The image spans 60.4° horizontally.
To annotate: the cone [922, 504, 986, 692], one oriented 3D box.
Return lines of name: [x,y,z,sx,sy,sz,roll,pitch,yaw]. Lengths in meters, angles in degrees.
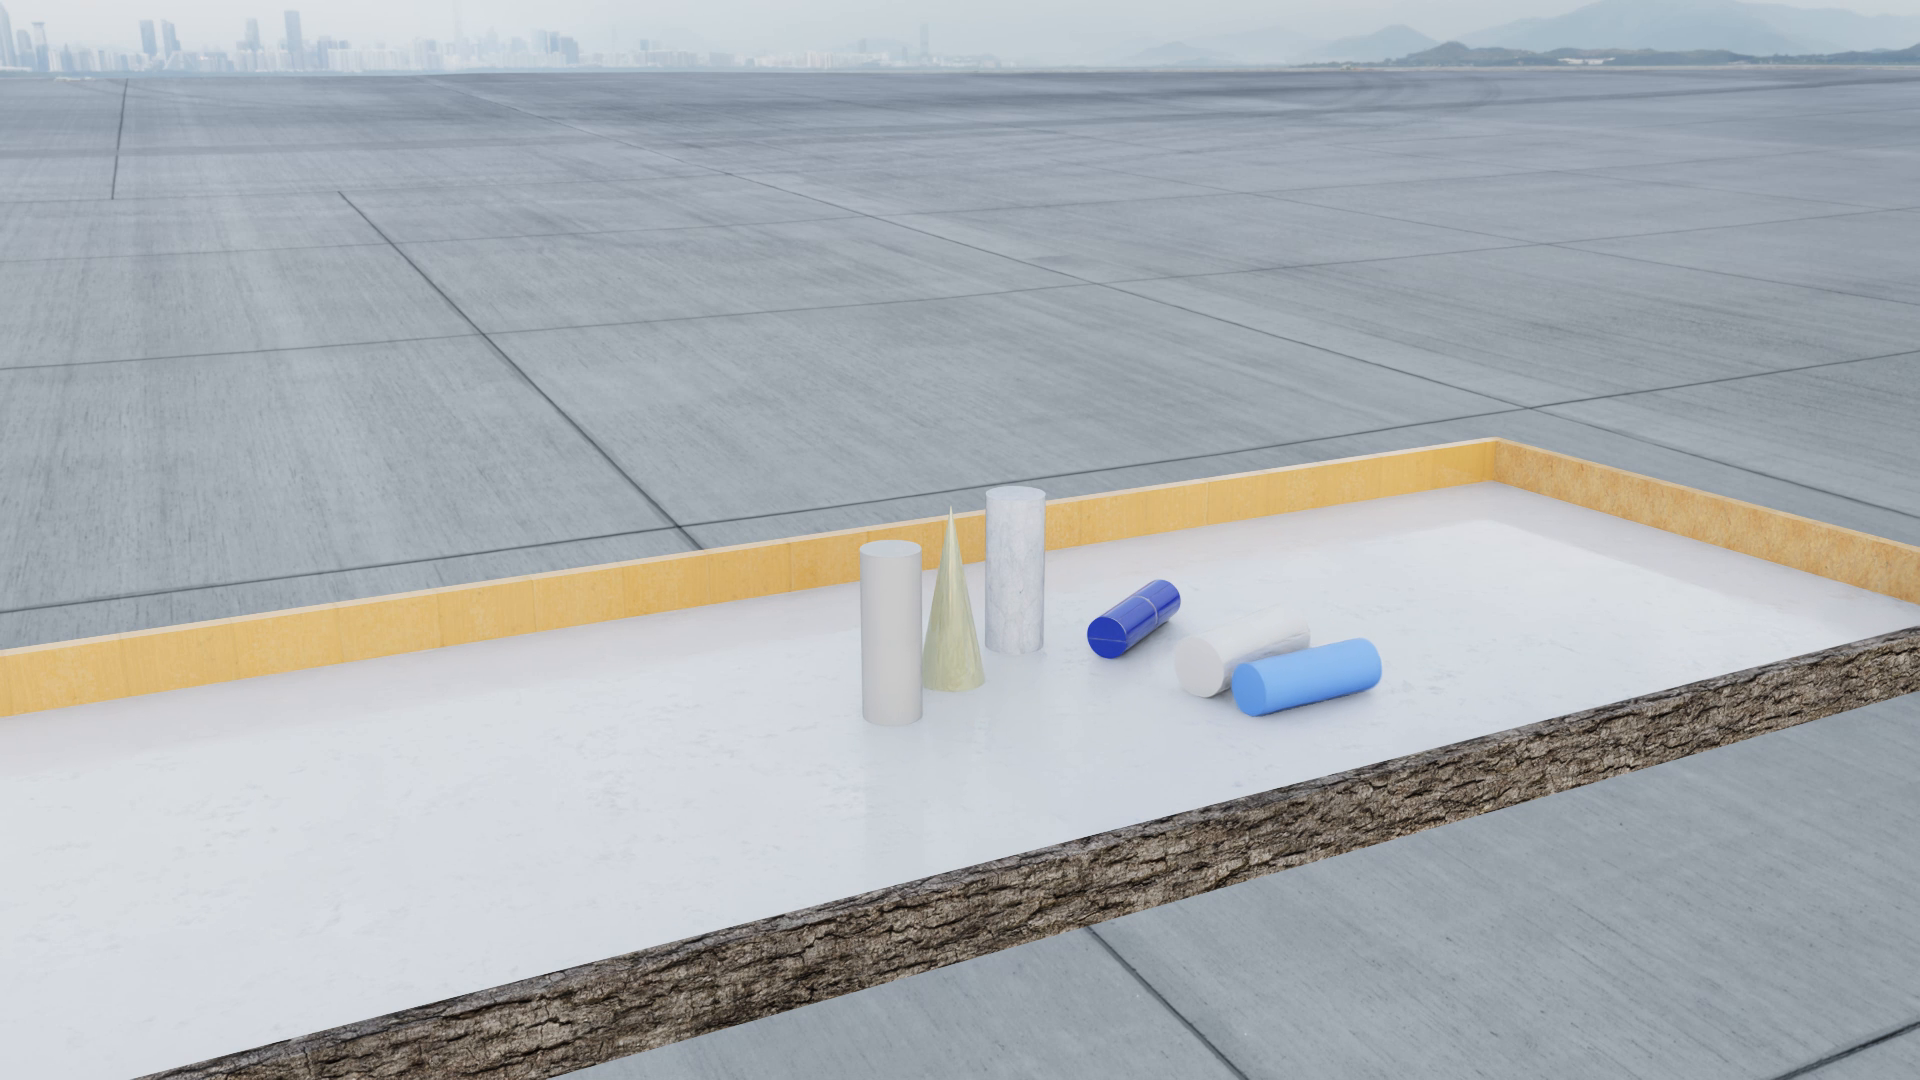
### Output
cone: [-0.022,0.133,4.094,0.173,0.456,0.173,0,16,0]

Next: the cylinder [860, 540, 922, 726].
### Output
cylinder: [-0.161,0.218,3.878,0.144,0.414,0.144,0,16,0]

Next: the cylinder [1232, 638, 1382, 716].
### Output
cylinder: [0.843,0.330,4.005,0.363,0.128,0.128,-9,19,-28]

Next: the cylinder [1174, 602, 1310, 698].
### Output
cylinder: [0.714,0.274,4.154,0.152,0.152,0.373,16,23,43]

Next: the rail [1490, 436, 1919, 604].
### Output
rail: [2.466,-0.048,5.253,0.050,0.150,2.100,-9,18,-27]

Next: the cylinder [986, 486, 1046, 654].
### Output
cylinder: [0.145,0.079,4.348,0.156,0.416,0.156,0,16,0]

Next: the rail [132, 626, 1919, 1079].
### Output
rail: [-2.336,1.006,1.665,12.000,0.150,0.050,-9,18,-27]

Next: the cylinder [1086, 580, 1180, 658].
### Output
cylinder: [0.472,0.209,4.442,0.114,0.114,0.367,9,19,28]

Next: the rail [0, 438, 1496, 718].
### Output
rail: [-3.305,0.497,3.399,12.000,0.150,0.050,-9,18,-27]
